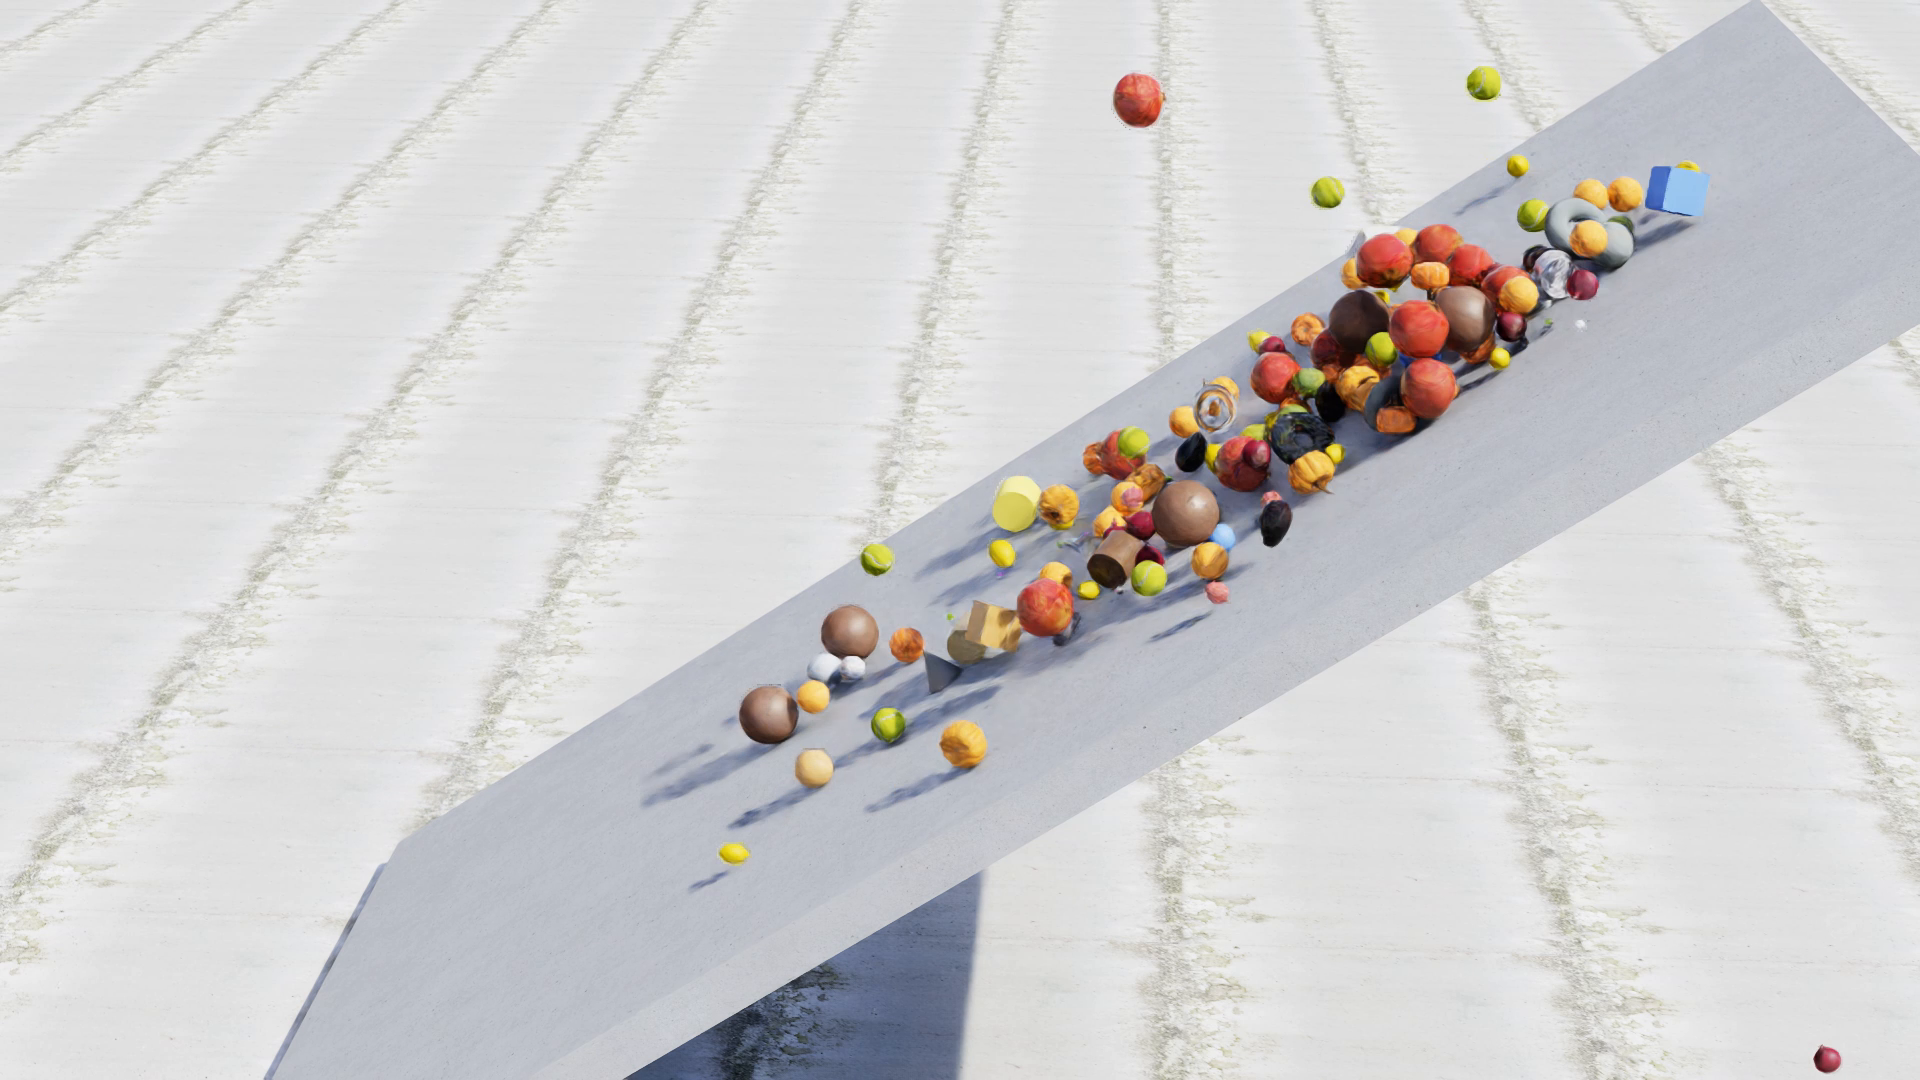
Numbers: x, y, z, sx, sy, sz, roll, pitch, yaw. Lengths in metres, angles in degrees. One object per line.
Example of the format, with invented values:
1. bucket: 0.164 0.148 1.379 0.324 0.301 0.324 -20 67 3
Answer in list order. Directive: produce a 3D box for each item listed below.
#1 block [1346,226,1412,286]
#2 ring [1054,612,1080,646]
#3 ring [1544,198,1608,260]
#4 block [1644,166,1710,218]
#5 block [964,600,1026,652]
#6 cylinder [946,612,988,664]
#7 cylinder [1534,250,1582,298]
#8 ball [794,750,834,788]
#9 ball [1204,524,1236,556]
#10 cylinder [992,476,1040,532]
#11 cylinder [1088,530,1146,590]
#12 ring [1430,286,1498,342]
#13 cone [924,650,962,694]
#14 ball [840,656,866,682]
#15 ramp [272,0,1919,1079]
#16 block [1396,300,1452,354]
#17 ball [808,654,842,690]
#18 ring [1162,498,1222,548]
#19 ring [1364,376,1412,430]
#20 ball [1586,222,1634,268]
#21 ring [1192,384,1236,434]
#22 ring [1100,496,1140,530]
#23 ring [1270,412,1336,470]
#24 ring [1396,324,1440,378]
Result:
1. block: 0.927 -0.627 6.502 0.092 0.092 0.092 -3 52 -23
2. ring: 0.212 0.177 5.836 0.026 0.078 0.078 32 27 6
3. ring: 1.233 -0.621 5.873 0.139 0.046 0.139 5 63 -11
4. block: 1.391 -0.676 5.704 0.084 0.084 0.084 9 7 -12
5. block: 0.071 0.175 5.990 0.082 0.082 0.082 14 -1 -23
6. cylinder: 0.022 0.204 6.100 0.082 0.082 0.082 5 26 13
7. cylinder: 1.178 -0.525 5.803 0.080 0.080 0.080 0 19 1
8. ball: -0.299 0.468 6.010 0.081 0.081 0.081 0 21 0
9. ball: 0.504 -0.002 5.721 0.062 0.062 0.062 0 21 0
10. cylinder: 0.130 -0.083 6.702 0.098 0.098 0.098 3 24 8
11. cylinder: 0.317 0.039 5.956 0.088 0.088 0.088 12 41 28
12. ring: 1.005 -0.453 5.867 0.147 0.049 0.147 20 34 -14
13. cone: -0.053 0.260 6.098 0.083 0.083 0.083 -33 15 10
14. ball: -0.236 0.283 6.475 0.057 0.057 0.057 0 21 0
15. ramp: 0.137 0.172 6.301 4.000 0.100 2.000 -32 16 14
16. block: 0.937 -0.424 5.935 0.076 0.076 0.076 17 64 29
17. ball: -0.298 0.293 6.530 0.082 0.082 0.082 0 21 0
18. ring: 0.469 -0.035 5.931 0.136 0.045 0.136 -34 16 11
19. ring: 0.830 -0.265 5.711 0.115 0.115 0.038 -17 36 -38
20. ball: 1.269 -0.576 5.741 0.091 0.091 0.091 0 21 0
21. ring: 0.545 -0.280 6.303 0.108 0.108 0.036 16 16 36
22. ring: 0.343 -0.057 6.294 0.101 0.034 0.101 -33 17 11
23. ring: 0.673 -0.196 5.779 0.131 0.044 0.131 4 55 -5
24. ring: 0.893 -0.369 5.733 0.039 0.116 0.116 -26 1 40
